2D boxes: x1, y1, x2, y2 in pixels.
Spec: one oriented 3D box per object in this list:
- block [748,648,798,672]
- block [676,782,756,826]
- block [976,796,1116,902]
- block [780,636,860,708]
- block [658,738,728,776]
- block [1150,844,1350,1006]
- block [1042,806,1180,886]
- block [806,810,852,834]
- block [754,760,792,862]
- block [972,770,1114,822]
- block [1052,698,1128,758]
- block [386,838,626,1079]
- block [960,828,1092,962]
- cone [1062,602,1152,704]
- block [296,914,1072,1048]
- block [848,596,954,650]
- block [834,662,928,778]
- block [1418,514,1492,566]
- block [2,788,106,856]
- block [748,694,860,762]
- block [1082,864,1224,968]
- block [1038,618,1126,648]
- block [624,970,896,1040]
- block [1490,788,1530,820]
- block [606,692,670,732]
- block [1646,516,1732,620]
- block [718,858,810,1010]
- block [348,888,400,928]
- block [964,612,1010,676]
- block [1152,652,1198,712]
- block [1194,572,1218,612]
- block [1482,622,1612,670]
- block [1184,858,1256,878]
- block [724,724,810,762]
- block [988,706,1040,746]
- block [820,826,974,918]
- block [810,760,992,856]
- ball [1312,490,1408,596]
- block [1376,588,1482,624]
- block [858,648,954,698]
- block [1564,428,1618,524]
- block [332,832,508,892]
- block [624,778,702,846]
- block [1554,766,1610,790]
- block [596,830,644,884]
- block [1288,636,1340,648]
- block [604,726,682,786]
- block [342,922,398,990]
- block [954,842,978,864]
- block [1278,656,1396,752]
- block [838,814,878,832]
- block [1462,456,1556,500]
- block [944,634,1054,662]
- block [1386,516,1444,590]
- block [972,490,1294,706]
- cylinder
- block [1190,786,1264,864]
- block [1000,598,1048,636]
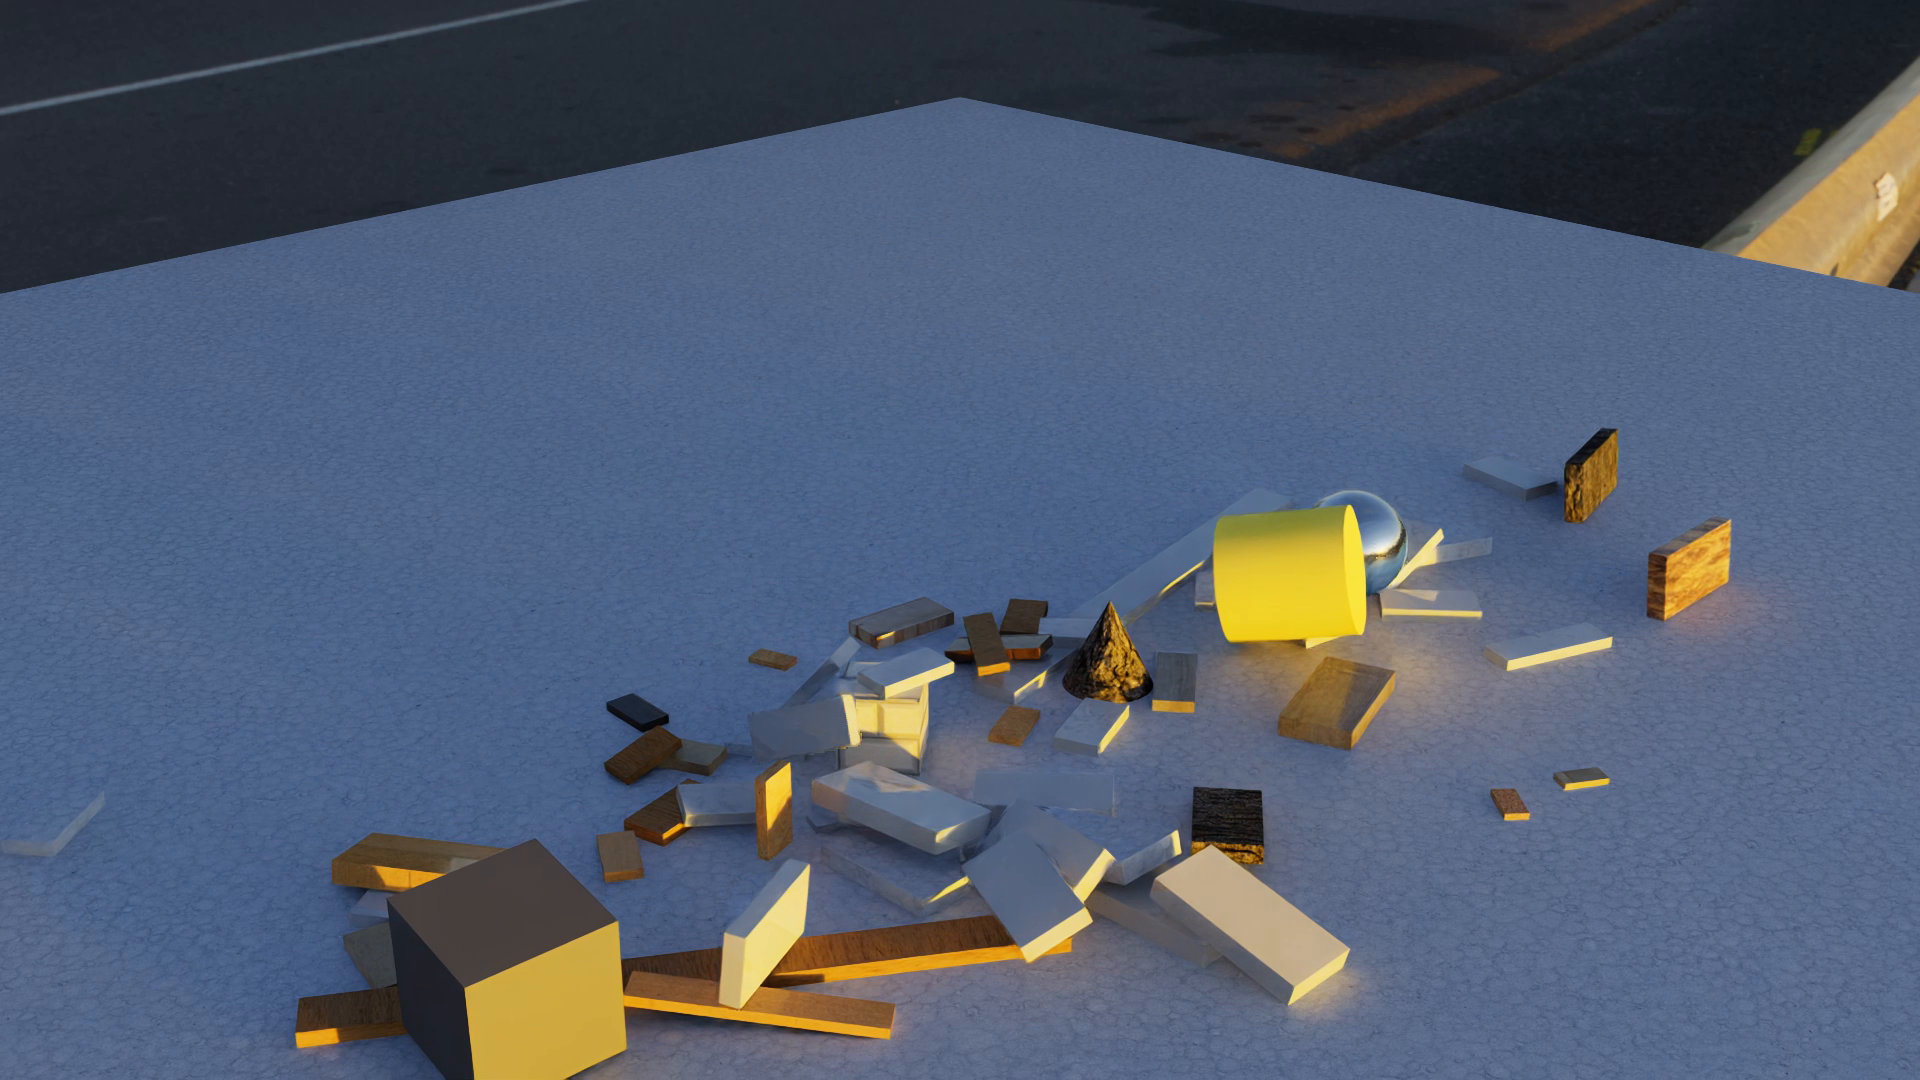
[{"bbox_3d":[-0.433,0.277,5.090,0.101,0.014,0.050,12,26,26],"label":"block"},{"bbox_3d":[-0.462,0.530,4.424,0.202,0.029,0.101,0,31,-19],"label":"block"},{"bbox_3d":[0.159,0.596,4.147,0.138,0.039,0.275,-51,36,-11],"label":"block"},{"bbox_3d":[-0.315,0.310,4.780,0.032,0.229,0.114,45,30,0],"label":"block"},{"bbox_3d":[-0.592,0.454,4.658,0.176,0.025,0.088,8,24,19],"label":"block"},{"bbox_3d":[0.521,0.690,3.969,0.164,0.047,0.328,-22,46,-41],"label":"block"},{"bbox_3d":[0.244,0.584,4.227,0.164,0.047,0.329,-21,18,-41],"label":"block"},{"bbox_3d":[-0.248,0.559,4.422,0.111,0.016,0.055,-11,25,-24],"label":"block"},{"bbox_3d":[-0.363,0.528,4.292,0.025,0.176,0.088,12,26,25],"label":"block"},{"bbox_3d":[0.169,0.525,4.473,0.282,0.040,0.141,2,23,4],"label":"block"},{"bbox_3d":[0.285,0.405,4.769,0.101,0.029,0.202,9,25,21],"label":"block"},{"bbox_3d":[-0.751,0.723,3.655,0.275,0.275,0.275,-20,36,-33],"label":"block"},{"bbox_3d":[0.119,0.647,4.030,0.138,0.039,0.275,-31,33,-8],"label":"block"},{"bbox_3d":[0.335,0.230,4.955,0.207,0.207,0.207,0,23,0],"label":"cone"},{"bbox_3d":[-0.472,0.771,3.905,1.358,0.030,0.104,-5,23,-11],"label":"block"},{"bbox_3d":[-0.140,0.197,5.254,0.229,0.032,0.114,-17,28,-35],"label":"block"},{"bbox_3d":[-0.164,0.378,4.645,0.177,0.177,0.177,2,23,5],"label":"block"},{"bbox_3d":[1.038,0.032,5.627,0.653,0.046,0.163,-9,25,-20],"label":"block"},{"bbox_3d":[-1.810,0.563,4.397,0.104,0.030,0.209,3,23,7],"label":"block"},{"bbox_3d":[-0.327,0.392,4.571,0.272,0.101,0.029,-14,-6,37],"label":"block"},{"bbox_3d":[0.380,0.679,4.101,0.164,0.047,0.329,-21,31,-40],"label":"block"},{"bbox_3d":[0.285,0.218,5.126,0.202,0.029,0.101,2,23,5],"label":"block"},{"bbox_3d":[-0.346,0.802,3.797,0.464,0.021,0.075,6,23,4],"label":"block"},{"bbox_3d":[1.119,0.538,4.476,0.050,0.014,0.101,-2,23,-4],"label":"block"},{"bbox_3d":[-0.710,0.380,4.841,0.070,0.020,0.140,-19,29,-38],"label":"block"},{"bbox_3d":[1.787,0.068,5.388,0.046,0.163,0.327,14,26,43],"label":"block"},{"bbox_3d":[-0.342,0.688,3.862,0.040,0.141,0.282,13,22,15],"label":"block"},{"bbox_3d":[-1.022,0.692,4.094,0.200,0.028,0.100,5,23,11],"label":"block"},{"bbox_3d":[0.059,0.236,5.054,0.070,0.020,0.382,-11,16,-2],"label":"block"},{"bbox_3d":[0.487,0.320,4.972,0.092,0.026,0.245,3,23,7],"label":"block"},{"bbox_3d":[0.627,0.129,5.423,0.091,0.026,0.183,3,23,6],"label":"block"},{"bbox_3d":[1.374,0.248,5.143,0.301,0.026,0.090,-10,25,-23],"label":"block"},{"bbox_3d":[0.511,0.652,4.191,0.090,0.026,0.181,-10,25,-23],"label":"block"},{"bbox_3d":[-0.406,0.433,4.708,0.176,0.025,0.088,5,23,11],"label":"block"},{"bbox_3d":[0.119,0.404,4.783,0.070,0.020,0.140,8,24,19],"label":"block"},{"bbox_3d":[-0.120,0.629,4.228,0.282,0.040,0.141,21,31,40],"label":"block"},{"bbox_3d":[-0.115,0.520,4.290,0.328,0.046,0.164,17,20,38],"label":"block"},{"bbox_3d":[0.955,0.010,5.358,0.266,0.266,0.266,0,23,0],"label":"ball"},{"bbox_3d":[1.138,0.161,5.338,0.236,0.033,0.118,2,23,4],"label":"block"},{"bbox_3d":[-0.113,0.278,4.621,0.184,0.026,0.092,-18,29,-37],"label":"block"},{"bbox_3d":[1.714,-0.178,5.966,0.046,0.163,0.327,7,23,31],"label":"block"},{"bbox_3d":[-1.006,0.624,4.191,0.330,0.046,0.164,5,12,11],"label":"block"},{"bbox_3d":[-0.572,0.548,4.432,0.101,0.029,0.202,14,27,30],"label":"block"},{"bbox_3d":[1.292,0.496,4.573,0.101,0.014,0.050,-6,24,-13],"label":"block"},{"bbox_3d":[-0.663,0.616,4.283,0.075,0.021,0.149,-6,24,-14],"label":"block"},{"bbox_3d":[0.857,0.210,5.225,0.183,0.026,0.091,-16,24,-32],"label":"block"},{"bbox_3d":[-0.665,0.451,4.616,0.075,0.021,0.149,27,48,36],"label":"block"},{"bbox_3d":[-1.026,0.754,3.948,0.100,0.028,0.200,-14,27,-30],"label":"block"},{"bbox_3d":[0.013,0.607,4.262,0.016,0.055,0.111,-39,22,10],"label":"block"},{"bbox_3d":[0.834,0.358,4.856,0.164,0.046,0.328,11,26,24],"label":"block"},{"bbox_3d":[-0.128,0.548,4.334,0.203,0.029,0.101,11,15,18],"label":"block"},{"bbox_3d":[1.529,-0.173,6.125,0.118,0.033,0.236,-15,27,-31],"label":"block"},{"bbox_3d":[0.089,0.248,5.077,0.234,0.026,0.091,-3,18,24],"label":"block"},{"bbox_3d":[1.087,0.040,5.494,0.236,0.033,0.118,-43,42,-22],"label":"block"},{"bbox_3d":[0.464,0.114,5.450,0.114,0.032,1.399,15,27,31],"label":"block"},{"bbox_3d":[0.768,0.082,5.110,0.299,0.299,0.299,-5,21,18],"label":"cylinder"},{"bbox_3d":[0.528,0.562,4.345,0.138,0.039,0.275,3,16,6],"label":"block"},{"bbox_3d":[0.153,0.193,5.272,0.092,0.026,0.184,4,23,9],"label":"block"}]
